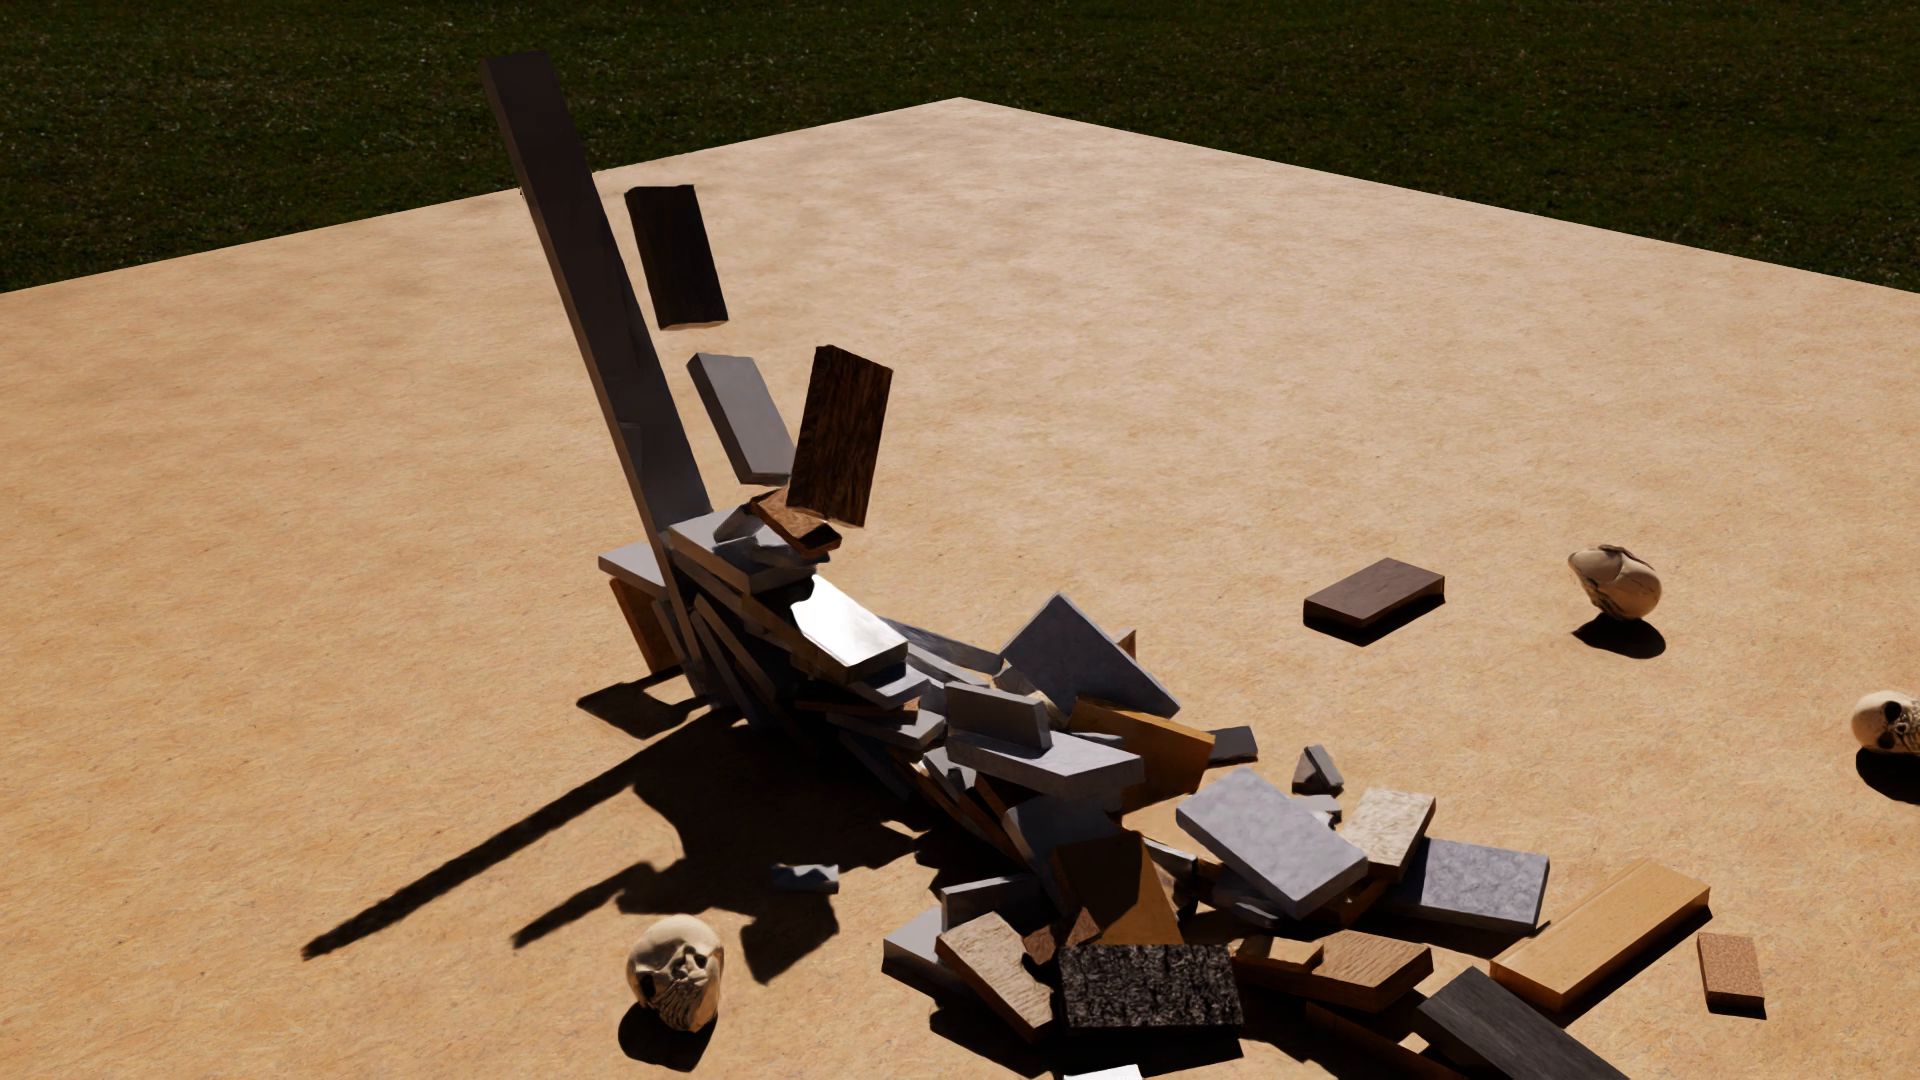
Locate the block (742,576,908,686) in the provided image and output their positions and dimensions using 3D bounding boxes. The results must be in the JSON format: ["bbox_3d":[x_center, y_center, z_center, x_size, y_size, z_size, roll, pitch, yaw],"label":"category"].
[{"bbox_3d":[-0.283,0.175,4.570,0.167,0.047,0.334,-22,42,-39],"label":"block"}]

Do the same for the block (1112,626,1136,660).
[{"bbox_3d":[0.340,0.276,4.989,0.027,0.095,0.190,14,27,30],"label":"block"}]

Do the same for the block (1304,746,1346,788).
[{"bbox_3d":[0.755,0.470,4.560,0.049,0.014,0.097,1,49,-42],"label":"block"}]

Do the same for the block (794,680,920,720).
[{"bbox_3d":[-0.215,0.334,4.595,0.257,0.022,0.079,5,28,2],"label":"block"}]

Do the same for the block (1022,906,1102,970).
[{"bbox_3d":[0.178,0.694,3.831,0.125,0.018,0.063,-27,48,-7],"label":"block"}]

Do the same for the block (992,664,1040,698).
[{"bbox_3d":[0.147,0.306,4.911,0.026,0.091,0.182,-23,8,40],"label":"block"}]

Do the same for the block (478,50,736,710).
[{"bbox_3d":[-0.741,-0.362,4.904,0.156,1.522,0.044,-20,0,-38],"label":"block"}]

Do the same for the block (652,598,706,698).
[{"bbox_3d":[-0.592,0.226,4.962,0.120,0.239,0.034,-21,-8,-41],"label":"block"}]

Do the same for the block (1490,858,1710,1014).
[{"bbox_3d":[1.175,0.716,4.021,0.507,0.041,0.145,-20,30,-39],"label":"block"}]

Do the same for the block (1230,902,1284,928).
[{"bbox_3d":[0.528,0.668,3.910,0.067,0.019,0.134,21,-2,22],"label":"block"}]

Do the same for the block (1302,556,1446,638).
[{"bbox_3d":[1.014,0.138,5.375,0.170,0.048,0.354,21,31,40],"label":"block"}]

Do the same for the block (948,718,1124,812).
[{"bbox_3d":[0.148,0.450,4.440,0.386,0.145,0.041,4,5,31],"label":"block"}]

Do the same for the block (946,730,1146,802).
[{"bbox_3d":[0.155,0.415,4.174,0.167,0.047,0.445,-11,10,-28],"label":"block"}]

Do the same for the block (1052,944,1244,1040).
[{"bbox_3d":[0.320,0.771,3.760,0.307,0.043,0.153,2,50,-13],"label":"block"}]

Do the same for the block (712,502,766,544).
[{"bbox_3d":[-0.447,-0.042,4.643,0.093,0.026,0.186,-15,-11,-30],"label":"block"}]

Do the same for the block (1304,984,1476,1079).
[{"bbox_3d":[0.777,0.833,3.735,0.340,0.048,0.170,20,30,39],"label":"block"}]

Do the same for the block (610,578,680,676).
[{"bbox_3d":[-0.703,0.182,5.064,0.120,0.239,0.034,-21,-7,-41],"label":"block"}]

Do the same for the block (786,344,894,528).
[{"bbox_3d":[-0.246,-0.210,4.508,0.170,0.340,0.048,19,-14,-40],"label":"block"}]

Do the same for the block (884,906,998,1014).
[{"bbox_3d":[0.019,0.752,3.936,0.290,0.041,0.145,18,29,37],"label":"block"}]

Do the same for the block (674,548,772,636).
[{"bbox_3d":[-0.457,0.084,4.777,0.167,0.047,0.334,-20,39,-36],"label":"block"}]

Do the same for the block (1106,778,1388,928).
[{"bbox_3d":[0.531,0.597,4.227,0.584,0.043,0.153,17,38,41],"label":"block"}]

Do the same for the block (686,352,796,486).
[{"bbox_3d":[-0.450,-0.254,4.644,0.156,0.044,0.312,1,55,-47],"label":"block"}]

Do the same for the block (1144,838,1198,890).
[{"bbox_3d":[0.393,0.620,4.217,0.131,0.065,0.018,16,28,33],"label":"block"}]

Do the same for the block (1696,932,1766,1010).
[{"bbox_3d":[1.372,0.767,3.920,0.095,0.027,0.190,5,23,11],"label":"block"}]

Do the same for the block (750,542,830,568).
[{"bbox_3d":[-0.354,0.030,4.546,0.093,0.026,0.186,-10,10,-29],"label":"block"}]

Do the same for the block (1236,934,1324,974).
[{"bbox_3d":[0.557,0.720,3.834,0.140,0.019,0.067,2,22,42],"label":"block"}]

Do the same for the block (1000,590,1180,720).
[{"bbox_3d":[0.269,0.285,4.541,0.346,0.173,0.049,43,10,-4],"label":"block"}]

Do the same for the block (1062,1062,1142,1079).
[{"bbox_3d":[0.235,0.893,3.634,0.125,0.018,0.063,-3,23,-7],"label":"block"}]

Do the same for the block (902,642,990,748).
[{"bbox_3d":[-0.099,0.327,4.762,0.049,0.173,0.398,-4,20,-43],"label":"block"}]

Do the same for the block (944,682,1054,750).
[{"bbox_3d":[0.071,0.339,4.266,0.026,0.091,0.307,-19,14,-31],"label":"block"}]

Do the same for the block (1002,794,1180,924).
[{"bbox_3d":[0.235,0.604,4.007,0.167,0.047,0.334,-21,59,-25],"label":"block"}]

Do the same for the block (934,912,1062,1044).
[{"bbox_3d":[0.089,0.756,3.815,0.131,0.037,0.263,-16,40,-37],"label":"block"}]

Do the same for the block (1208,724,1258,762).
[{"bbox_3d":[0.504,0.441,4.655,0.251,0.018,0.065,-7,58,-15],"label":"block"}]

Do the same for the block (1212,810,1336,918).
[{"bbox_3d":[0.589,0.598,4.118,0.131,0.037,0.272,8,34,30],"label":"block"}]

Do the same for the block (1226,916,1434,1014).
[{"bbox_3d":[0.636,0.739,3.852,0.340,0.048,0.170,3,19,46],"label":"block"}]
